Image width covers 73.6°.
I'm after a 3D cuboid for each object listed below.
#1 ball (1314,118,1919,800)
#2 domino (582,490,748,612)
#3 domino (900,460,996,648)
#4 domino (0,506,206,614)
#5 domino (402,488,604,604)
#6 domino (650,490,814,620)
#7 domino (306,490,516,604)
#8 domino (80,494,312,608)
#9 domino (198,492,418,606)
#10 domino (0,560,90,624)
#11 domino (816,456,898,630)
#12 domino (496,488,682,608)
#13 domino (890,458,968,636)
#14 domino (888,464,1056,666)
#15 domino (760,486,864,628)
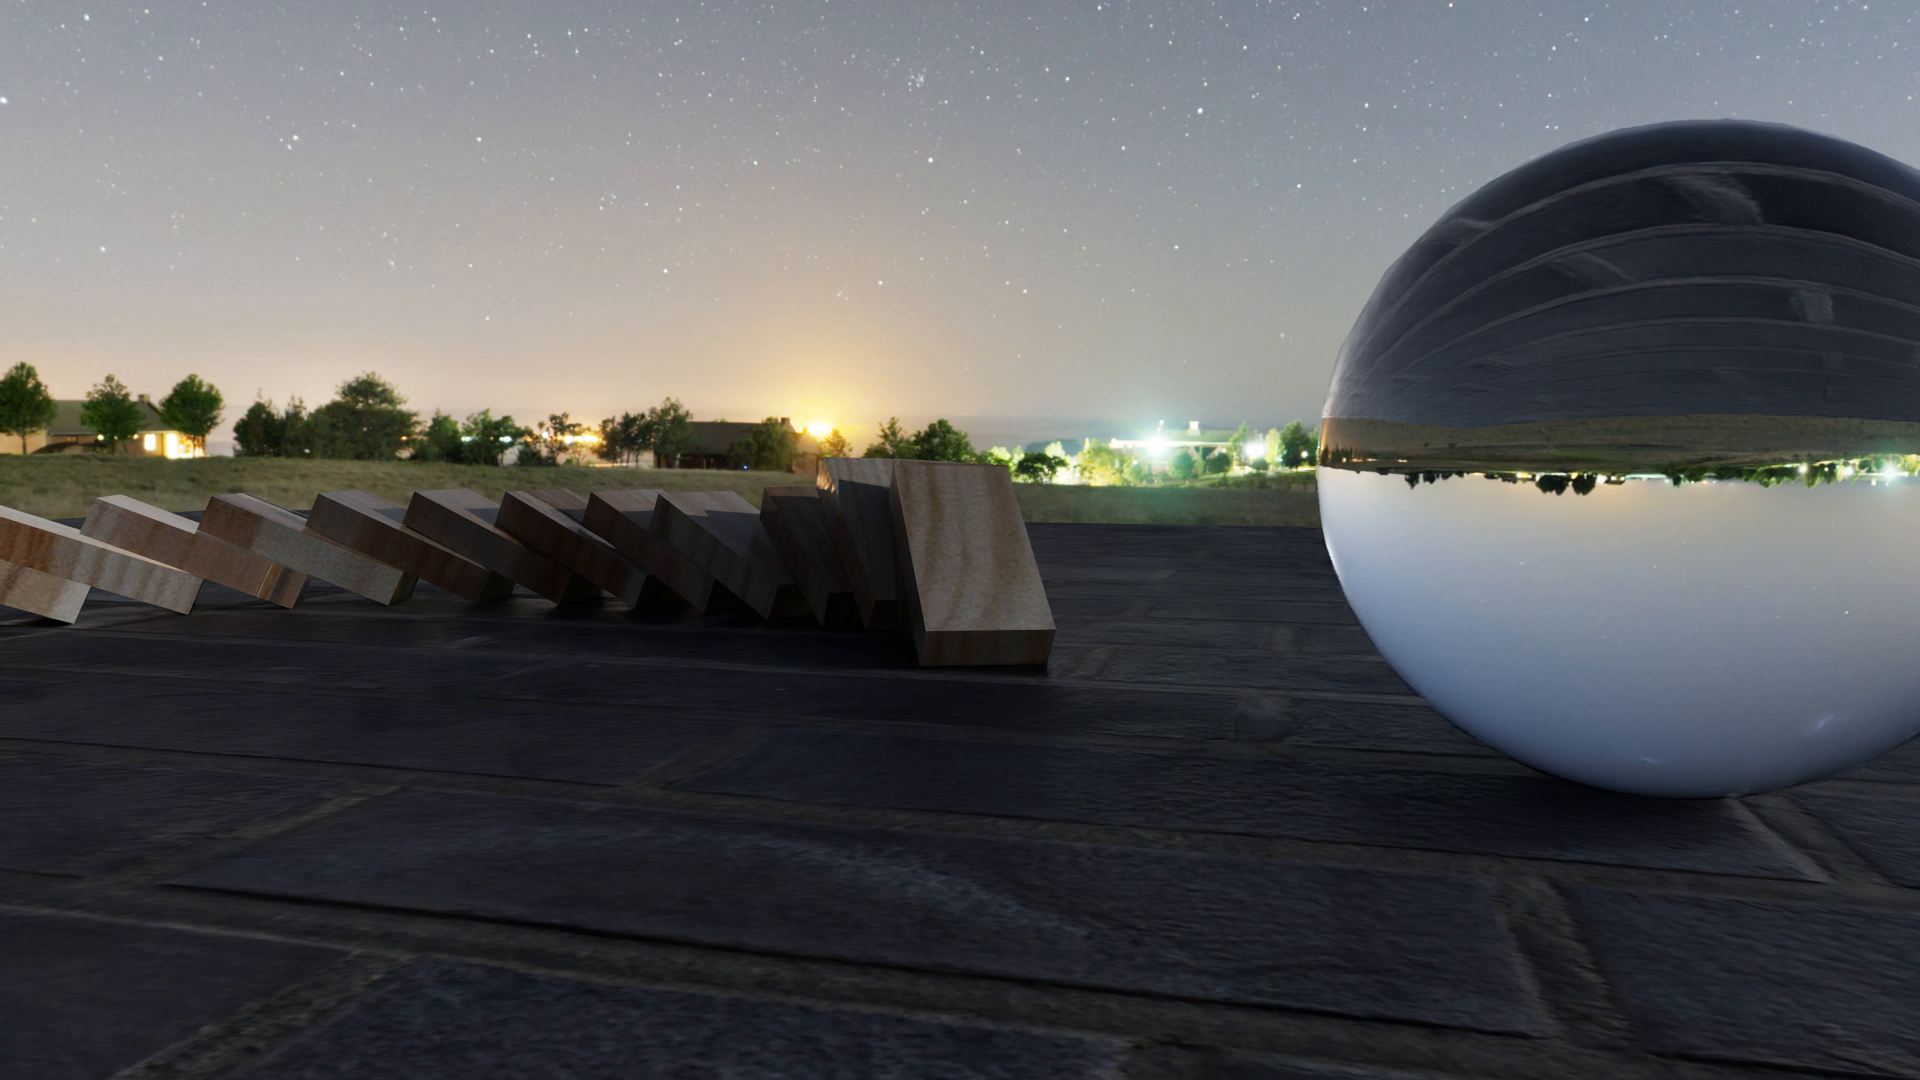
[{"bbox_3d":[0.085,-0.009,0.156,0.080,0.080,0.080,0,4,0],"label":"ball"},{"bbox_3d":[-0.075,0.002,0.344,0.050,0.009,0.025,31,20,28],"label":"domino"},{"bbox_3d":[0.001,0.002,0.277,0.025,0.009,0.050,2,41,-10],"label":"domino"},{"bbox_3d":[-0.217,0.005,0.320,0.050,0.009,0.025,23,-7,-27],"label":"domino"},{"bbox_3d":[-0.124,0.001,0.354,0.050,0.009,0.025,26,9,8],"label":"domino"},{"bbox_3d":[-0.055,0.003,0.332,0.050,0.010,0.025,33,23,33],"label":"domino"},{"bbox_3d":[-0.149,0.001,0.353,0.050,0.009,0.025,25,4,-1],"label":"domino"},{"bbox_3d":[-0.196,0.003,0.334,0.050,0.009,0.025,25,-5,-21],"label":"domino"},{"bbox_3d":[-0.173,0.002,0.346,0.050,0.010,0.025,24,0,-11],"label":"domino"},{"bbox_3d":[-0.233,0.006,0.294,0.025,0.009,0.050,5,-17,39],"label":"domino"},{"bbox_3d":[-0.016,0.000,0.306,0.025,0.010,0.050,0,42,-24],"label":"domino"},{"bbox_3d":[-0.099,0.001,0.352,0.050,0.010,0.025,28,14,18],"label":"domino"},{"bbox_3d":[-0.002,0.001,0.293,0.025,0.010,0.050,3,40,-9],"label":"domino"},{"bbox_3d":[0.001,0.004,0.261,0.025,0.009,0.050,0,41,-12],"label":"domino"},{"bbox_3d":[-0.030,0.003,0.320,0.025,0.009,0.050,-2,32,-27],"label":"domino"}]
